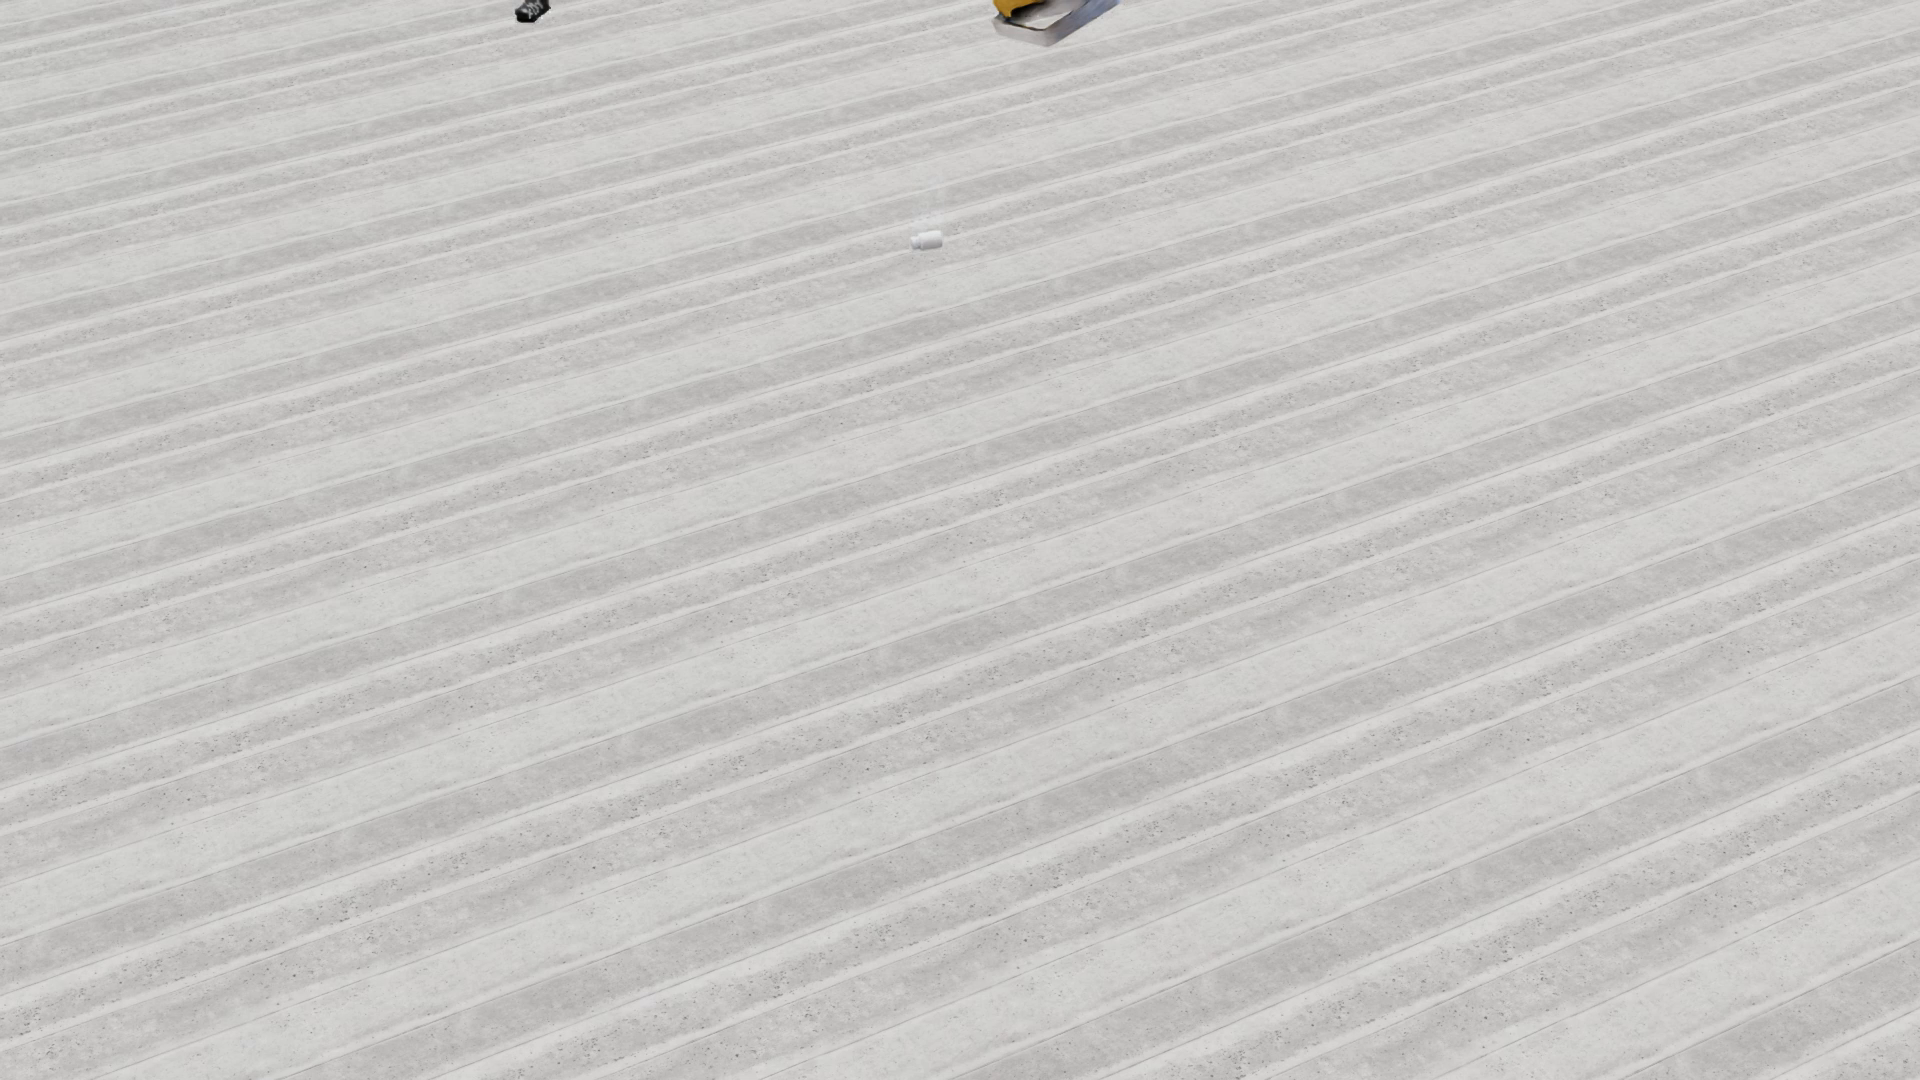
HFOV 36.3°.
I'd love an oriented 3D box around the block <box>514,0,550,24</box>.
[{"bbox_3d":[-1.501,-1.862,10.292,0.066,0.045,0.105,13,46,37],"label":"block"}]
